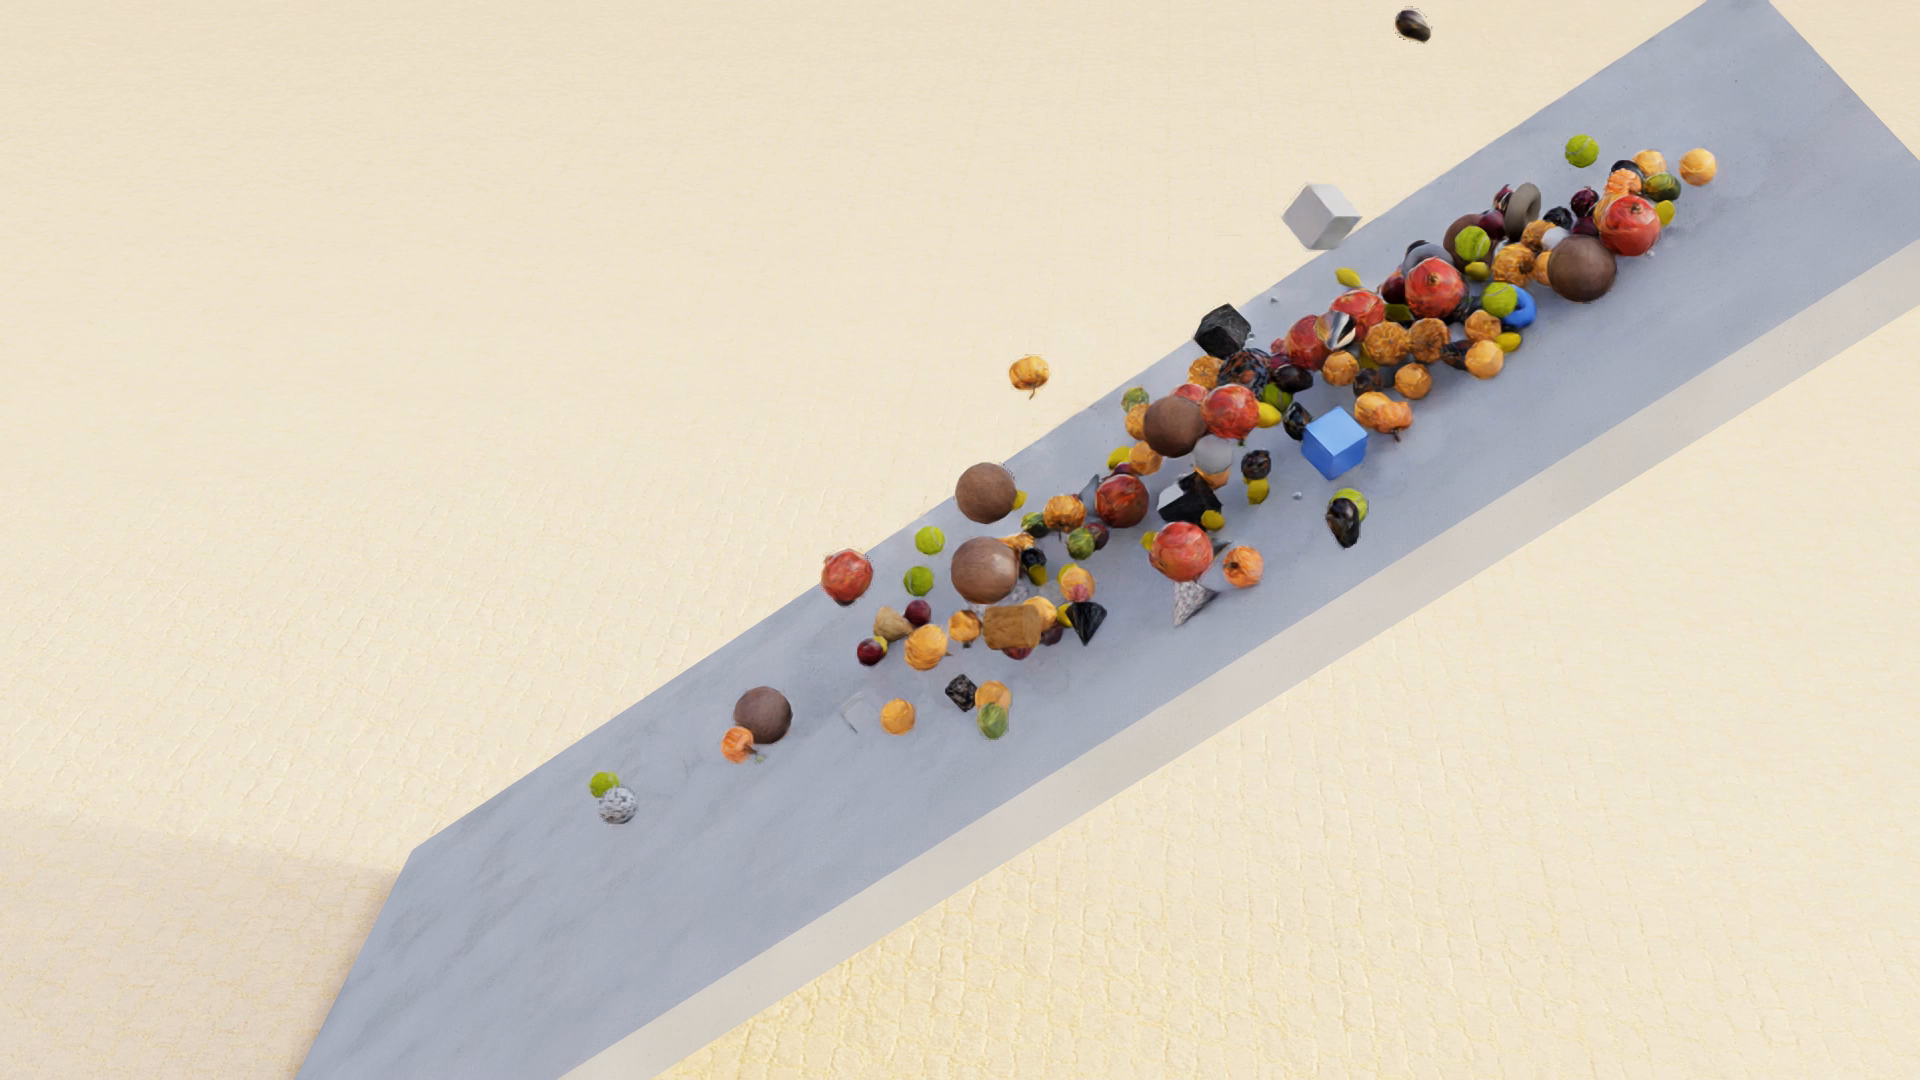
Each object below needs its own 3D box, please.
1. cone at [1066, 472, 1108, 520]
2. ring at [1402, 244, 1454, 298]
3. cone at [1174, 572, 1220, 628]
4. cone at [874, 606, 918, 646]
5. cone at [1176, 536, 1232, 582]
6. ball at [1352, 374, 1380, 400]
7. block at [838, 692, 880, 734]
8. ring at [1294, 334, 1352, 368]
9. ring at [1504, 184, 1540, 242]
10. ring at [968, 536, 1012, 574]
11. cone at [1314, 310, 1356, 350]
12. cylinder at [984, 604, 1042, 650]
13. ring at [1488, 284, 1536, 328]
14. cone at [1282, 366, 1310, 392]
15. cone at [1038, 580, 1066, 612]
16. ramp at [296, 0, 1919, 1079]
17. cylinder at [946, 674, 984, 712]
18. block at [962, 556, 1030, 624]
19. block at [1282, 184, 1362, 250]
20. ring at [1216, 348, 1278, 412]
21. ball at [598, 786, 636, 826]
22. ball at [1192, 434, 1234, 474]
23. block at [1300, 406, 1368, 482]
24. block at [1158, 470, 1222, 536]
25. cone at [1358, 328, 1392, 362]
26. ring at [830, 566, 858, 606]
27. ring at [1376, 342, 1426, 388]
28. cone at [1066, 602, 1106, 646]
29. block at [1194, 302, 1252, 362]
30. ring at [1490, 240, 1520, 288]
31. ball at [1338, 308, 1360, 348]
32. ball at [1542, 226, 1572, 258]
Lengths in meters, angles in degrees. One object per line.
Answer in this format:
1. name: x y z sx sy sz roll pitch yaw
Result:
1. cone: 0.286 -0.101 6.333 0.093 0.093 0.093 13 8 -2
2. ring: 0.965 -0.555 6.069 0.114 0.114 0.038 14 -3 31
3. cone: 0.427 0.125 5.538 0.096 0.096 0.096 25 1 0
4. cone: -0.130 0.197 6.566 0.091 0.091 0.091 6 22 32
5. cone: 0.474 0.018 5.582 0.096 0.096 0.096 -22 18 15
6. ball: 0.815 -0.306 5.907 0.052 0.052 0.052 0 22 0
7. block: -0.215 0.367 6.232 0.057 0.057 0.057 -40 15 -8
8. ring: 0.762 -0.396 6.169 0.131 0.044 0.131 18 9 -3
9. ring: 1.125 -0.655 5.883 0.040 0.121 0.121 19 28 27
10. ring: 0.067 0.039 6.490 0.098 0.098 0.033 1 -19 3
11. cone: 0.737 -0.396 5.815 0.083 0.083 0.083 5 35 11
12. cylinder: 0.101 0.167 5.643 0.084 0.084 0.084 -5 18 27
13. ring: 1.070 -0.454 5.699 0.102 0.034 0.102 13 49 -15
14. cone: 0.681 -0.341 6.047 0.053 0.053 0.053 38 13 -18
15. cone: 0.202 0.112 6.053 0.062 0.062 0.062 10 8 24
16. ramp: 0.133 0.176 6.311 4.000 0.100 2.000 -33 16 16
17. cylinder: 0.009 0.307 5.906 0.054 0.054 0.054 -40 17 15
18. block: 0.077 0.114 6.240 0.098 0.098 0.098 -33 16 16
19. block: 0.771 -0.688 6.271 0.100 0.100 0.100 -6 53 -47
20. ring: 0.620 -0.345 6.352 0.143 0.143 0.048 18 -3 37
21. ball: -0.784 0.609 6.734 0.088 0.088 0.088 0 22 0
22. ball: 0.500 -0.169 5.810 0.080 0.080 0.080 0 22 0
23. block: 0.708 -0.182 5.563 0.084 0.084 0.084 -31 61 -20
24. block: 0.462 -0.065 5.919 0.090 0.090 0.090 -32 16 20
25. cone: 0.869 -0.383 6.027 0.075 0.075 0.075 -10 33 -23
26. ring: -0.273 0.110 6.955 0.031 0.094 0.094 -2 18 33
27. ring: 0.885 -0.352 5.906 0.118 0.039 0.118 -39 12 10
28. cone: 0.248 0.177 5.796 0.081 0.081 0.081 1 55 3
29. block: 0.585 -0.462 6.546 0.080 0.080 0.080 -27 27 44
30. ring: 1.094 -0.546 5.896 0.038 0.113 0.113 2 21 -8
31. ball: 0.808 -0.448 6.265 0.088 0.088 0.088 0 22 0
32. ball: 1.170 -0.584 5.762 0.060 0.060 0.060 0 22 0
